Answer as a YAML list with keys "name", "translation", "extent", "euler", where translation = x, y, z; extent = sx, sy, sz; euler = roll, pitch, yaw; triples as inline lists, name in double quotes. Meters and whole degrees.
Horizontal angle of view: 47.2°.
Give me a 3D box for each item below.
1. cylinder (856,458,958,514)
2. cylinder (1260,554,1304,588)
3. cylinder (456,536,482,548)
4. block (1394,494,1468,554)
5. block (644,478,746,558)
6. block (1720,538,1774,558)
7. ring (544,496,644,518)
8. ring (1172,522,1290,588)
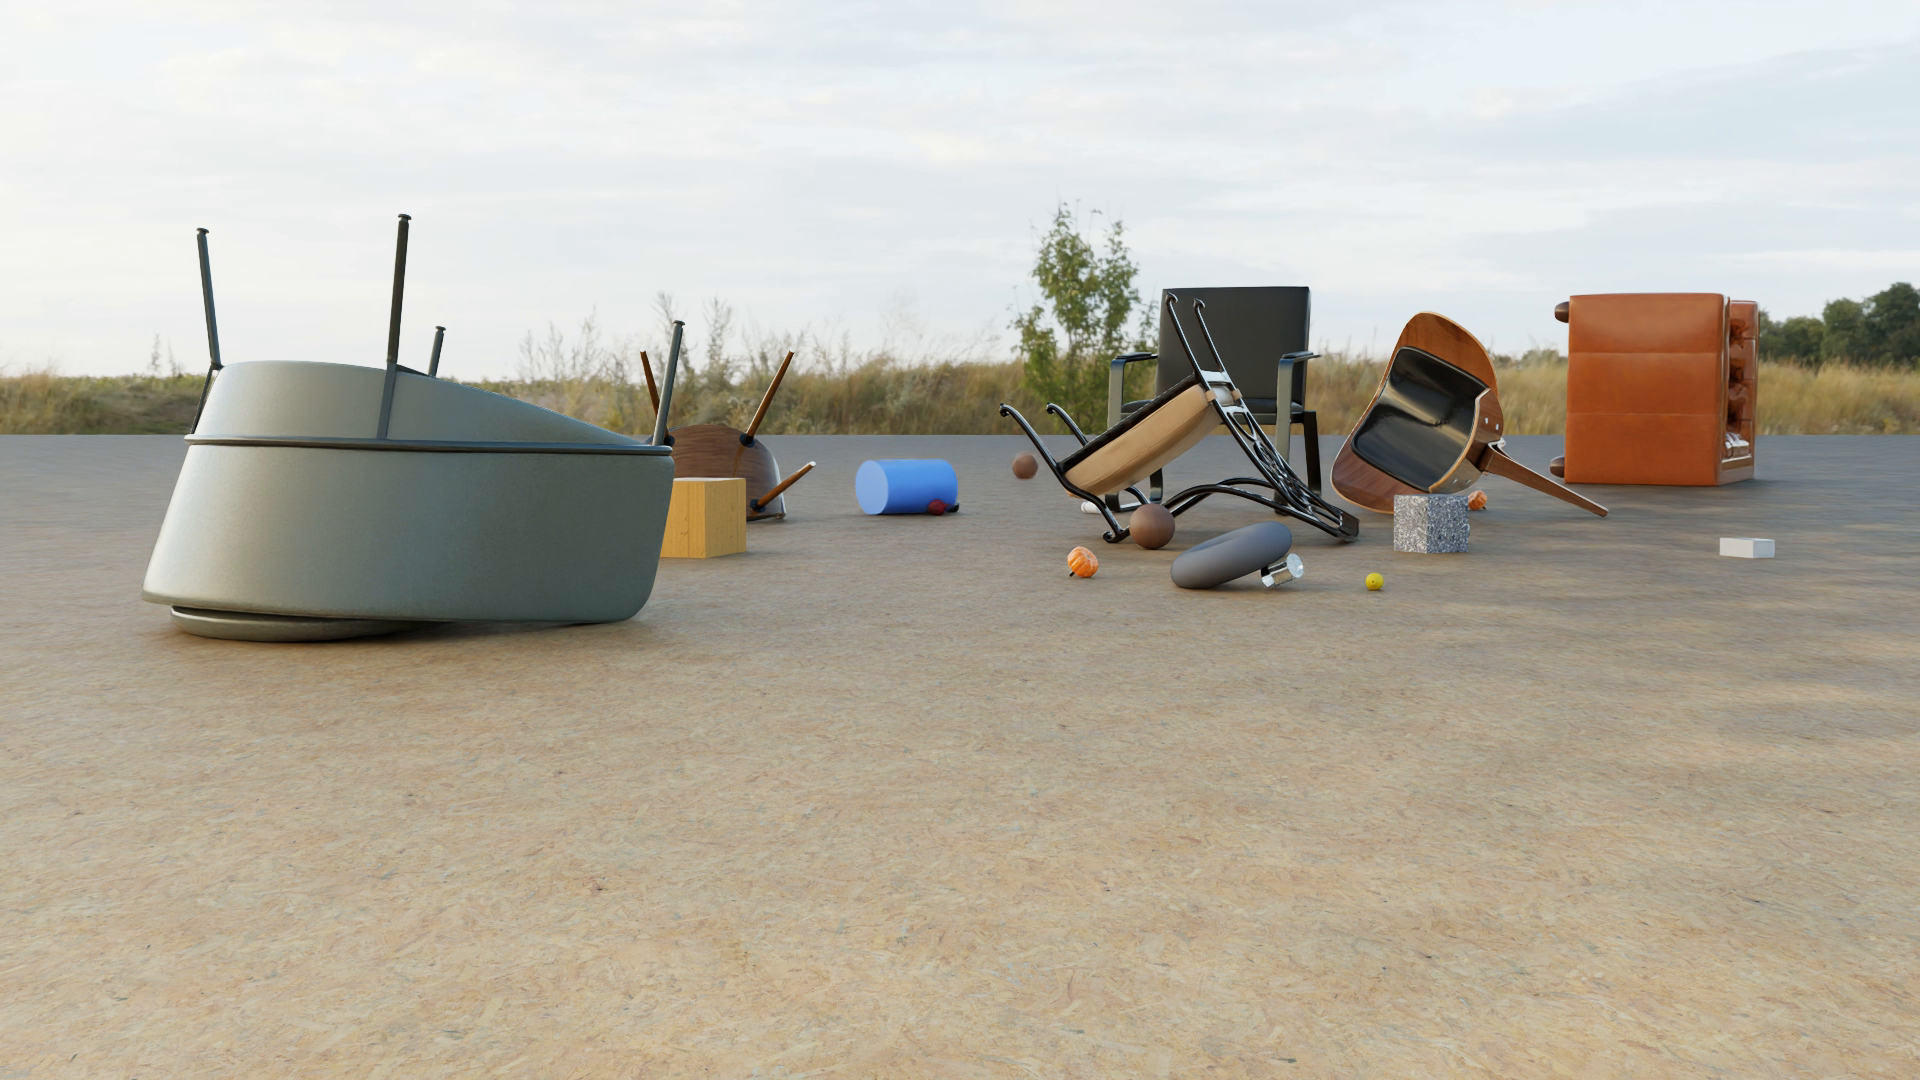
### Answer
- name: "cylinder"
  translation: [-0.193, -0.193, 7.923]
  extent: [0.284, 0.195, 0.249]
  euler: [-2, 11, -31]
- name: "cylinder"
  translation: [0.726, 0.069, 4.960]
  extent: [0.066, 0.058, 0.111]
  euler: [-23, -3, 25]
- name: "cylinder"
  translation: [-1.398, 0.004, 6.259]
  extent: [0.057, 0.032, 0.055]
  euler: [2, 1, -41]
- name: "block"
  translation: [1.306, -0.047, 6.098]
  extent: [0.148, 0.155, 0.136]
  euler: [-2, 5, -30]
- name: "block"
  translation: [-0.719, -0.063, 5.994]
  extent: [0.179, 0.202, 0.258]
  euler: [1, 4, 19]
- name: "block"
  translation: [2.116, 0.020, 5.911]
  extent: [0.074, 0.047, 0.124]
  euler: [-2, 4, -23]
- name: "ring"
  translation: [-1.219, -0.116, 7.673]
  extent: [0.483, 0.078, 0.200]
  euler: [0, 3, 6]
- name: "ring"
  translation: [0.616, 0.036, 4.998]
  extent: [0.283, 0.087, 0.301]
  euler: [-19, 3, 39]
